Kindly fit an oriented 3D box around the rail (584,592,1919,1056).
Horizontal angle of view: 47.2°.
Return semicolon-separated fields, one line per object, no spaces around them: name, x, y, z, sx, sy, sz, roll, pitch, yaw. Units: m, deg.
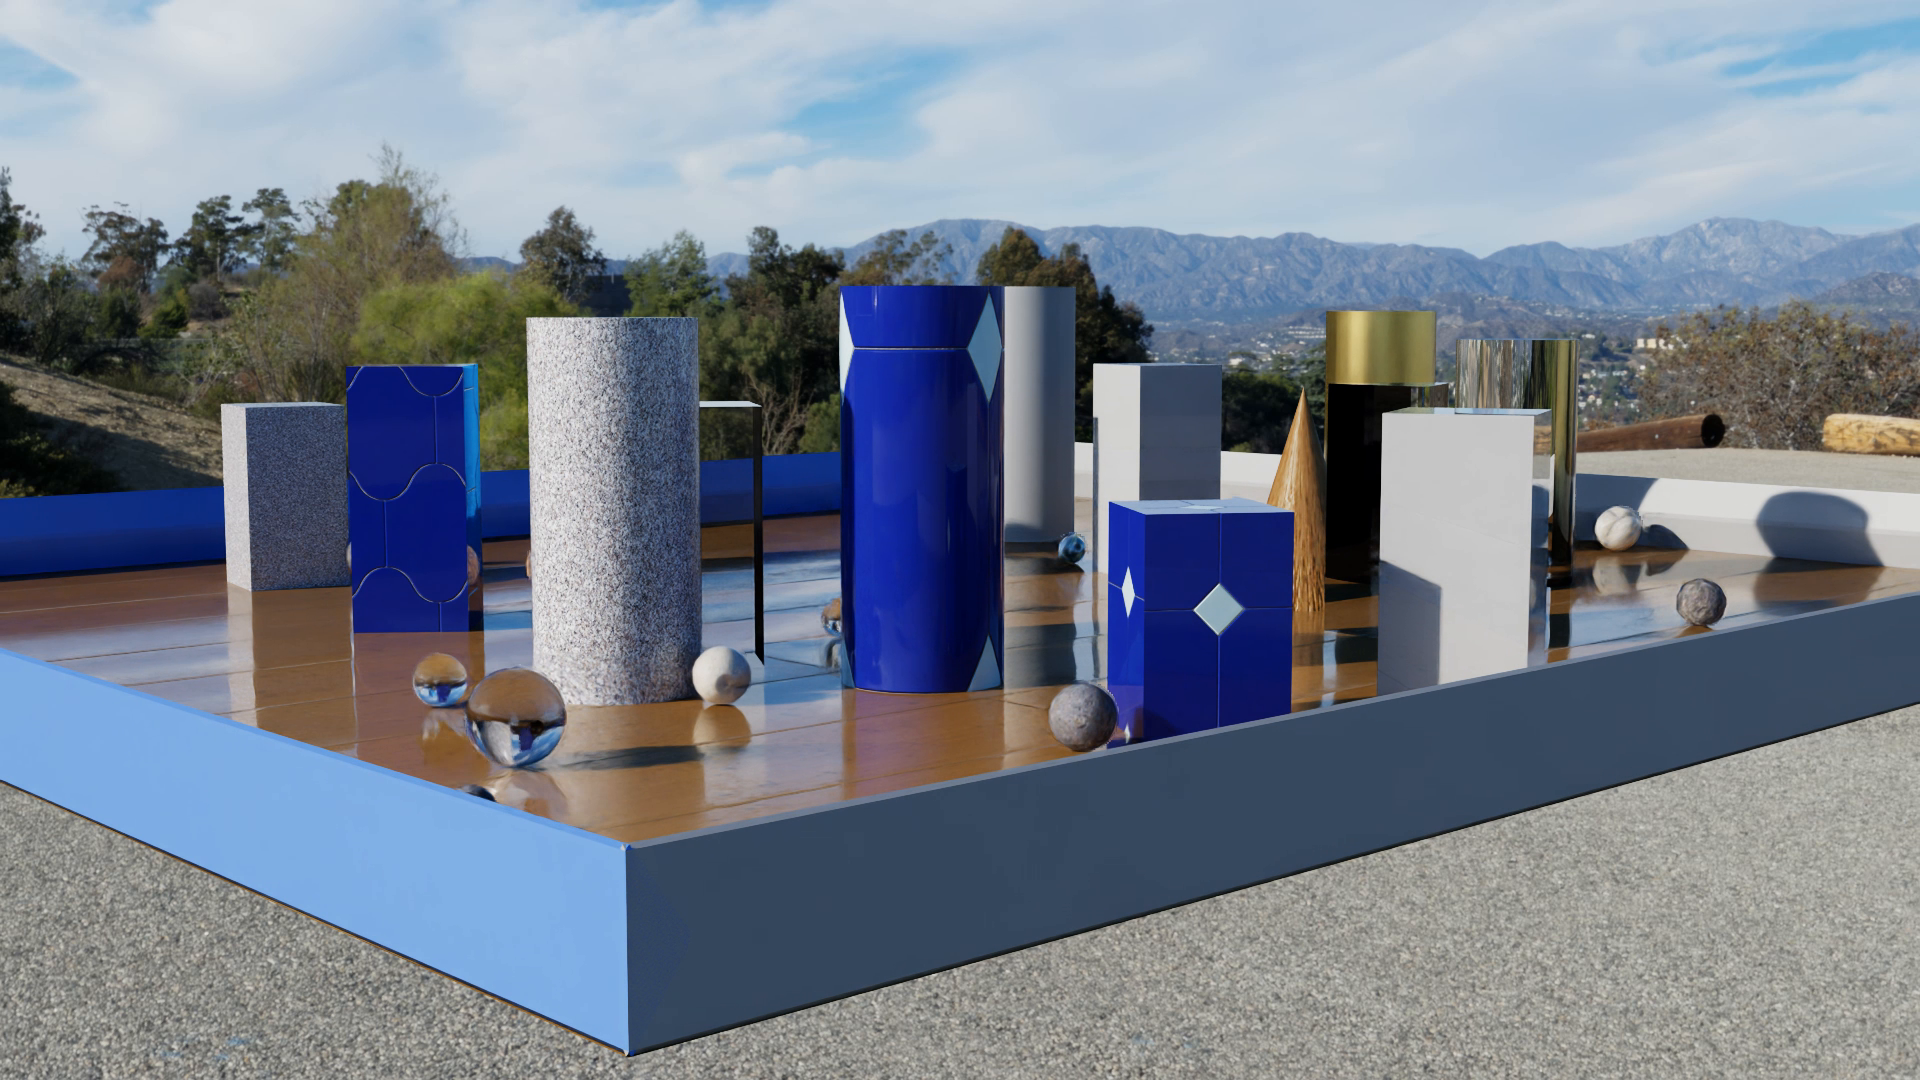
rail;0.907;0.135;2.354;3.052;0.128;0.045;-5;8;-42

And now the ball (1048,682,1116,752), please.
ball;0.124;0.179;2.228;0.069;0.069;0.069;0;6;0

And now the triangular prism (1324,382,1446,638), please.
triangular prism;0.619;-0.043;3.033;0.148;0.344;0.170;-5;8;-39

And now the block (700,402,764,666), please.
block;-0.339;-0.010;2.804;0.157;0.326;0.157;-1;6;-11

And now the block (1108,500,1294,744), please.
block;0.252;0.083;2.330;0.157;0.239;0.157;-1;6;-10

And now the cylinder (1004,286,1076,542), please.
cylinder;0.127;-0.249;4.305;0.197;0.489;0.197;0;6;0

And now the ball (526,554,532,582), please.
ball;-0.637;0.042;3.452;0.088;0.088;0.088;0;6;0

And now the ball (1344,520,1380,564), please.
ball;0.695;0.004;3.857;0.080;0.080;0.080;0;6;0

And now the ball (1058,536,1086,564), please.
ball;0.197;0.016;3.878;0.050;0.050;0.050;0;6;0

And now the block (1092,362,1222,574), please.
block;0.332;-0.120;3.720;0.157;0.354;0.157;-3;7;-25

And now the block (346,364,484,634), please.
block;-0.767;-0.063;3.108;0.157;0.368;0.157;-1;6;-5

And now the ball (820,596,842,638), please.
ball;-0.160;0.106;2.989;0.057;0.057;0.057;0;6;0

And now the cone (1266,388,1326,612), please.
cone;0.520;-0.069;3.343;0.197;0.330;0.197;0;6;0

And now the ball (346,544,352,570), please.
ball;-0.942;0.025;3.562;0.098;0.098;0.098;0;6;0

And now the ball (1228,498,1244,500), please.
ball;0.578;-0.062;4.606;0.055;0.055;0.055;0;6;0

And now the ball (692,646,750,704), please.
ball;-0.270;0.153;2.491;0.066;0.066;0.066;0;6;0

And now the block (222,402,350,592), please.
block;-1.100;-0.075;3.585;0.157;0.292;0.157;-4;7;-32

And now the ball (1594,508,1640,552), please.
ball;1.218;-0.020;4.071;0.082;0.082;0.082;0;6;0

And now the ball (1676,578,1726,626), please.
ball;1.047;0.088;3.107;0.068;0.068;0.068;0;6;0

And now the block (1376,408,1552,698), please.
block;0.552;0.027;2.404;0.157;0.335;0.157;2;6;21

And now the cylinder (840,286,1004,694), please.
cylinder;-0.045;-0.066;2.631;0.197;0.472;0.197;0;6;0

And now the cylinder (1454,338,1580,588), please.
cylinder;0.911;-0.131;3.613;0.197;0.397;0.197;0;6;0

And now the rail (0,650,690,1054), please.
rail;-1.104;0.139;2.319;0.045;0.128;2.723;-5;8;-42

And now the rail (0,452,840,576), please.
rail;-0.907;-0.069;4.310;3.052;0.128;0.045;-5;8;-42

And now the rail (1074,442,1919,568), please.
rail;1.104;-0.073;4.345;0.045;0.128;2.723;-5;8;-42

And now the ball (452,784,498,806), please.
ball;-0.413;0.230;1.855;0.046;0.046;0.046;0;6;0

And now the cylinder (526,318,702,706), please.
cylinder;-0.401;-0.040;2.560;0.197;0.436;0.197;0;6;0

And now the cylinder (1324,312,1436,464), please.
cylinder;0.761;-0.193;3.997;0.197;0.443;0.197;0;6;0

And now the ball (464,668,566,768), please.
ball;-0.434;0.173;2.147;0.098;0.098;0.098;0;6;0

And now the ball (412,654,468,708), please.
ball;-0.584;0.158;2.472;0.061;0.061;0.061;0;6;0
